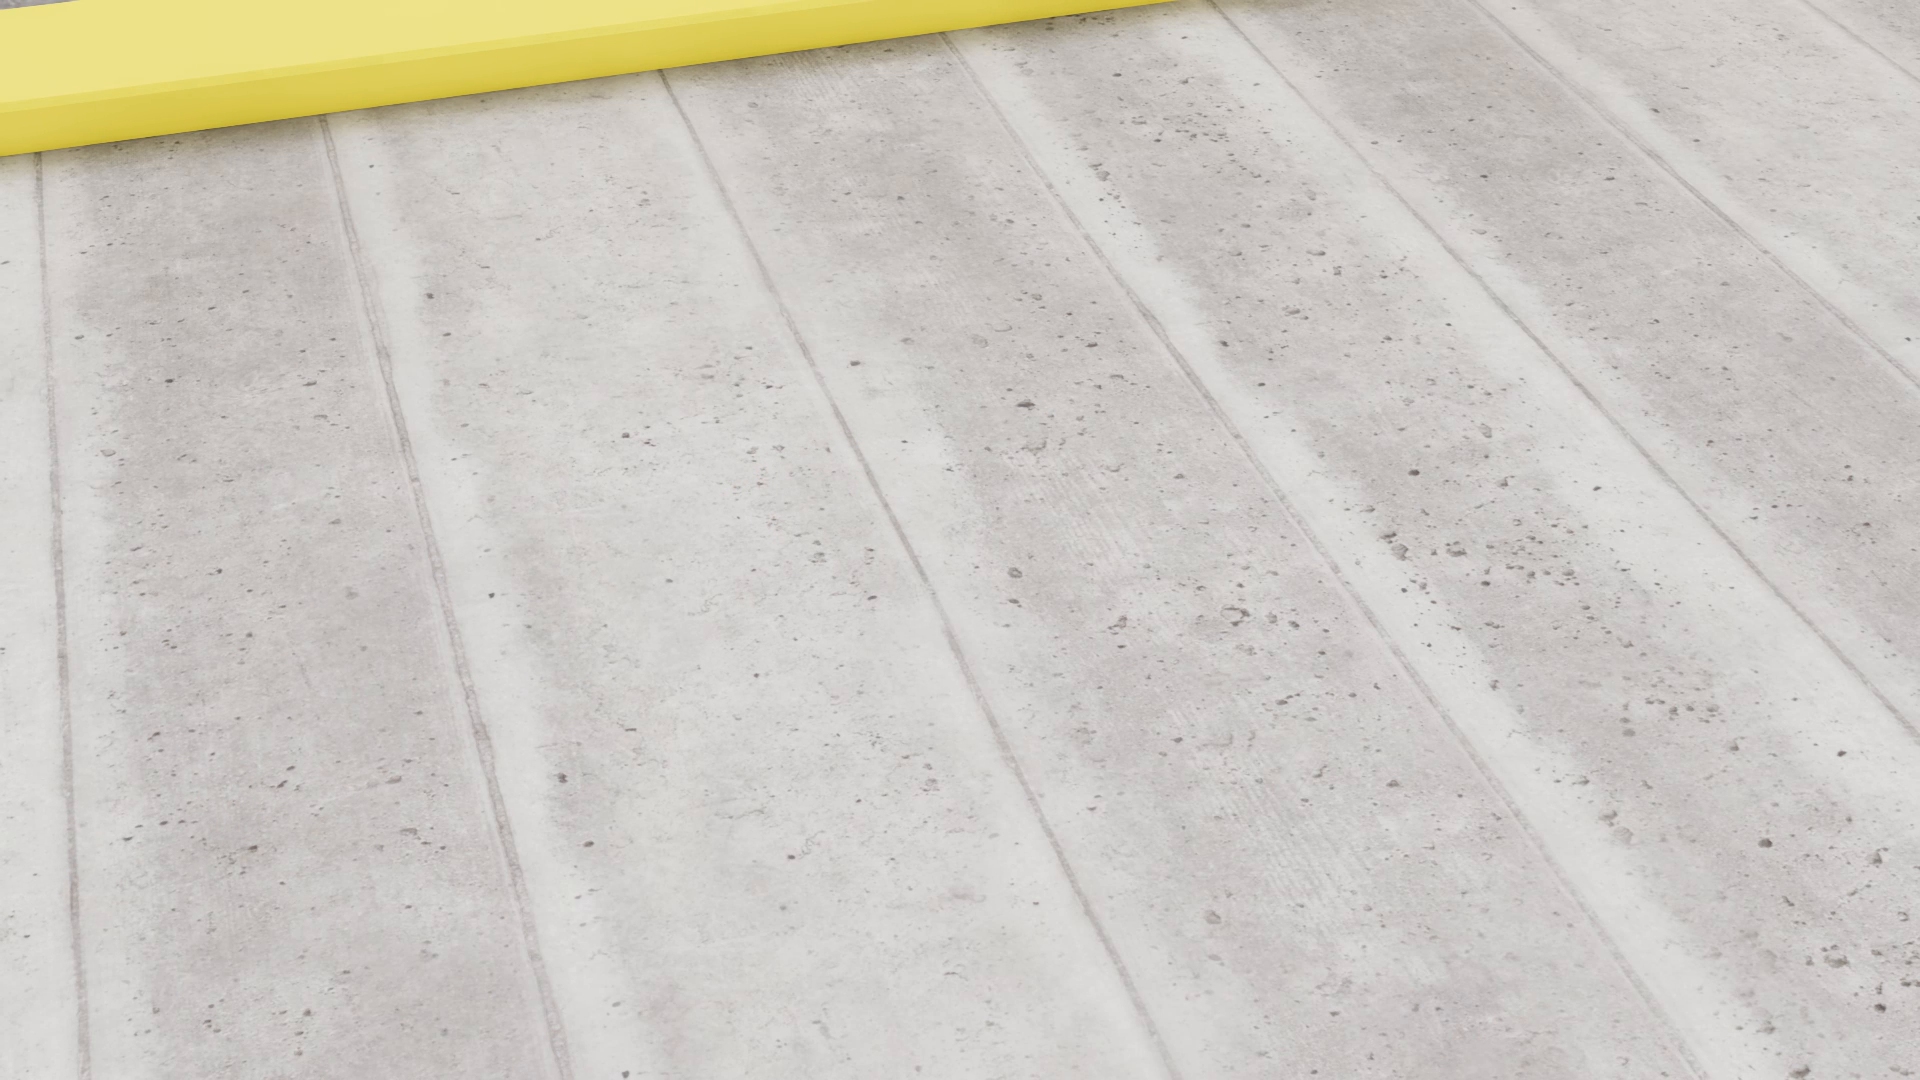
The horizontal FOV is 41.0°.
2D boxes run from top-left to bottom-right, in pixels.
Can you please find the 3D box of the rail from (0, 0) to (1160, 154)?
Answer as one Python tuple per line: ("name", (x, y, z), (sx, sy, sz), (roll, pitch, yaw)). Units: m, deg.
("rail", (0.452, -0.564, 2.295), (2.860, 0.119, 0.045), (-10, 37, -14))
